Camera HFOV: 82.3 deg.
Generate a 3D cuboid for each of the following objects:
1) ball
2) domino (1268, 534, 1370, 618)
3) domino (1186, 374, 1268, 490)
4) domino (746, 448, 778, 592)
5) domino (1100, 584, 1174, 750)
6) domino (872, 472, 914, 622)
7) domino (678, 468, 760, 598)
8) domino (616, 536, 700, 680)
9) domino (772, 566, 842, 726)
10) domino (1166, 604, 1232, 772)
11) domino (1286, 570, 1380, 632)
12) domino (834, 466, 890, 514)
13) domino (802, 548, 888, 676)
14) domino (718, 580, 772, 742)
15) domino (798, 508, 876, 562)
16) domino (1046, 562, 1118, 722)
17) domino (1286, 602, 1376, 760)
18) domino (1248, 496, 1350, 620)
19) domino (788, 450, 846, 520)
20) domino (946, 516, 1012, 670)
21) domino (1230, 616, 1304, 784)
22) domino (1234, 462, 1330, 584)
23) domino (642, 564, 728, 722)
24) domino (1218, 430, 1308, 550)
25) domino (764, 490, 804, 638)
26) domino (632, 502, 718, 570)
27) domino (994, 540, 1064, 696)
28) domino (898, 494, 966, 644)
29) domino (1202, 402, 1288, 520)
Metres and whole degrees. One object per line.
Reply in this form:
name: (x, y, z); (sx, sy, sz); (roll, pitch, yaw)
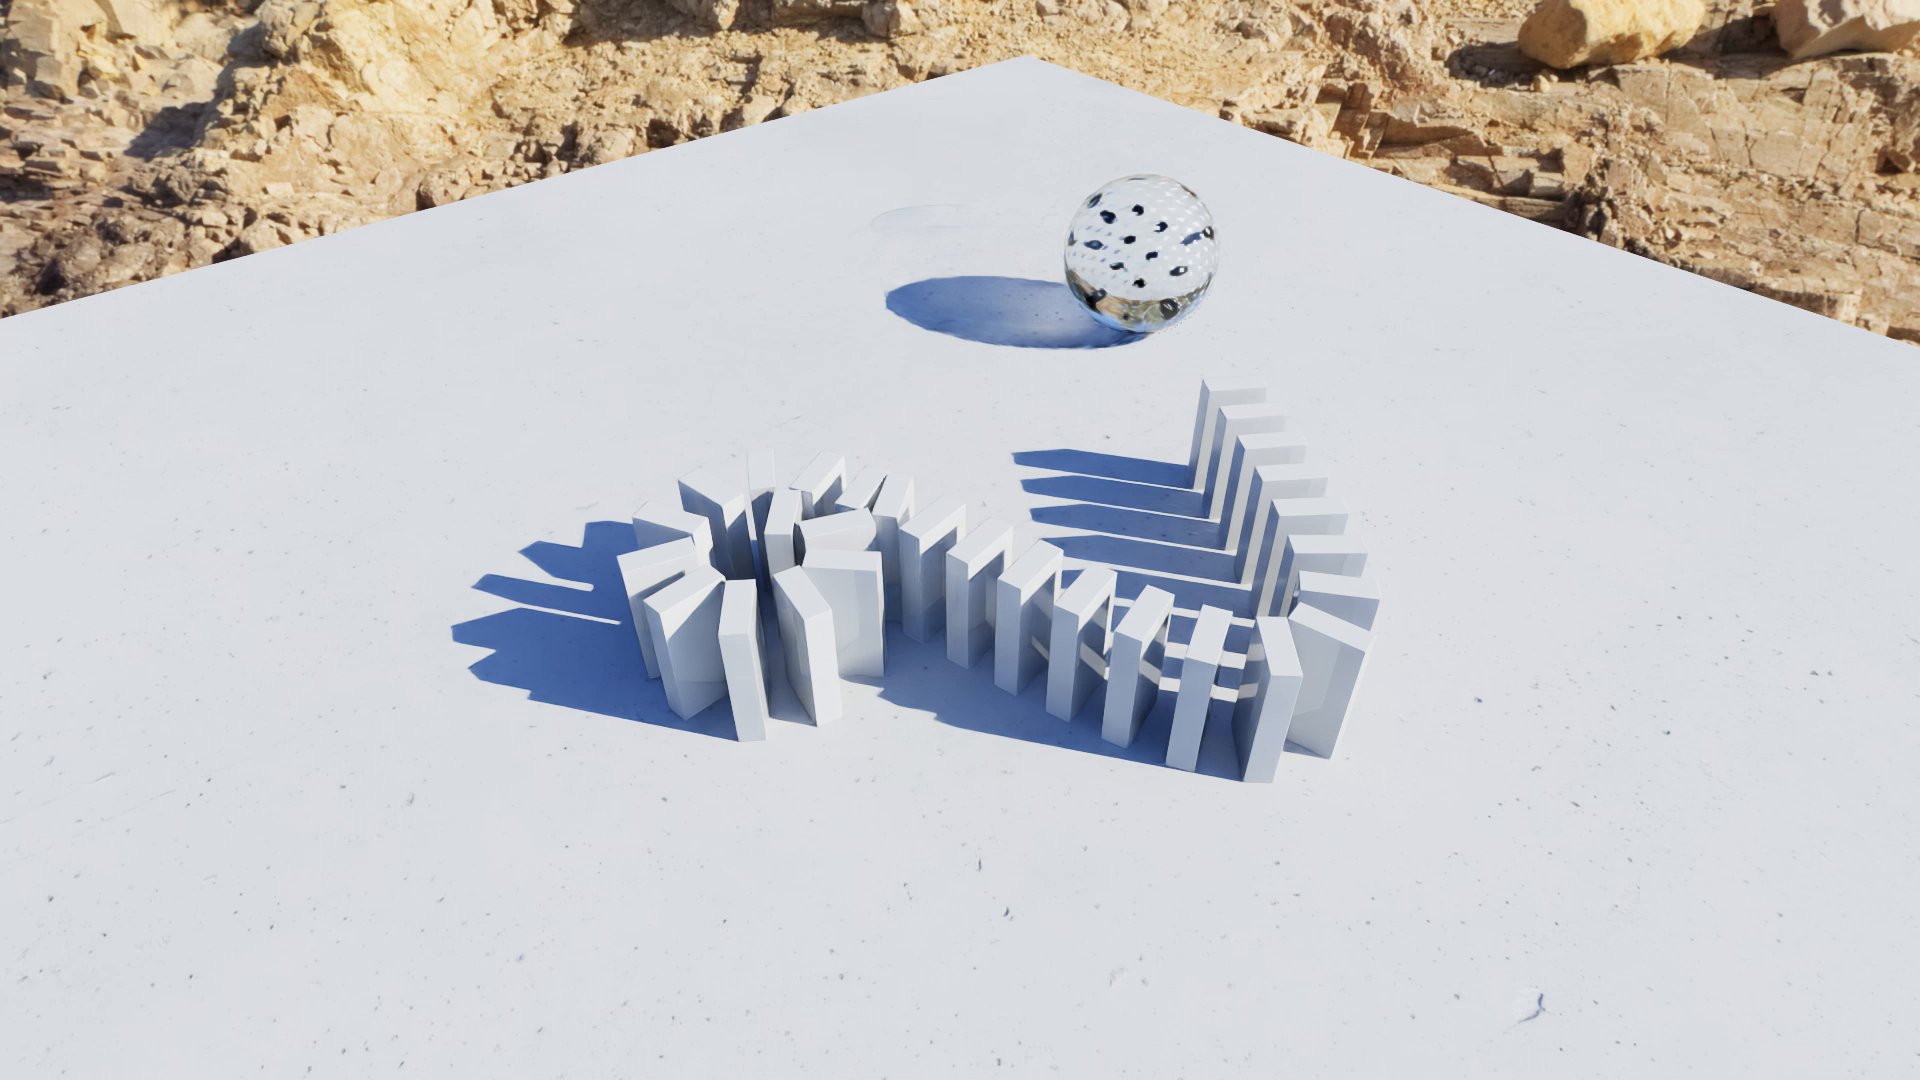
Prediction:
ball: (0.093, -0.147, 0.567); (0.080, 0.080, 0.080); (0, 39, 0)
domino: (0.124, 0.021, 0.386); (0.025, 0.050, 0.010); (0, 39, 0)
domino: (0.113, -0.045, 0.467); (0.025, 0.050, 0.010); (-5, 40, -6)
domino: (-0.073, -0.007, 0.420); (0.010, 0.050, 0.025); (-7, 40, -8)
domino: (0.058, 0.042, 0.360); (0.009, 0.050, 0.025); (21, 44, 24)
domino: (-0.024, 0.003, 0.408); (0.010, 0.050, 0.025); (7, 40, 8)
domino: (-0.090, 0.000, 0.411); (0.025, 0.050, 0.009); (28, 47, 30)
domino: (-0.101, 0.024, 0.382); (0.025, 0.050, 0.010); (-16, 42, -19)
domino: (-0.051, 0.036, 0.368); (0.009, 0.050, 0.025); (-21, 44, -23)
domino: (0.076, 0.048, 0.353); (0.009, 0.050, 0.025); (14, 41, 17)
domino: (0.122, 0.034, 0.370); (0.025, 0.050, 0.009); (7, 40, 9)
domino: (-0.035, 0.000, 0.411); (0.009, 0.050, 0.025); (15, 42, 17)
domino: (-0.039, 0.026, 0.380); (0.025, 0.050, 0.009); (3, 39, 3)
domino: (-0.070, 0.040, 0.362); (0.010, 0.050, 0.025); (-3, 39, -3)
domino: (-0.043, 0.013, 0.395); (0.025, 0.050, 0.010); (-13, 41, -15)
domino: (0.040, 0.035, 0.369); (0.010, 0.050, 0.025); (23, 45, 26)
domino: (0.115, 0.046, 0.355); (0.025, 0.050, 0.009); (25, 46, 28)
domino: (0.123, 0.007, 0.402); (0.025, 0.050, 0.009); (-2, 39, -3)
domino: (-0.052, -0.006, 0.419); (0.010, 0.050, 0.025); (15, 42, 17)
domino: (0.007, 0.019, 0.388); (0.010, 0.050, 0.025); (26, 46, 29)
domino: (0.097, 0.051, 0.349); (0.009, 0.050, 0.025); (1, 39, 1)
domino: (0.122, -0.006, 0.419); (0.025, 0.050, 0.009); (-4, 39, -5)
domino: (-0.089, 0.035, 0.369); (0.010, 0.050, 0.025); (31, 49, 32)
domino: (0.119, -0.019, 0.435); (0.025, 0.050, 0.009); (-5, 40, -6)
domino: (-0.062, 0.009, 0.400); (0.010, 0.050, 0.025); (1, 39, 1)
domino: (-0.101, 0.011, 0.398); (0.025, 0.050, 0.009); (14, 41, 17)
domino: (0.023, 0.027, 0.378); (0.009, 0.050, 0.025); (25, 46, 27)
domino: (-0.010, 0.011, 0.398); (0.010, 0.050, 0.025); (27, 46, 29)
domino: (0.116, -0.032, 0.451); (0.025, 0.050, 0.009); (-5, 40, -7)
